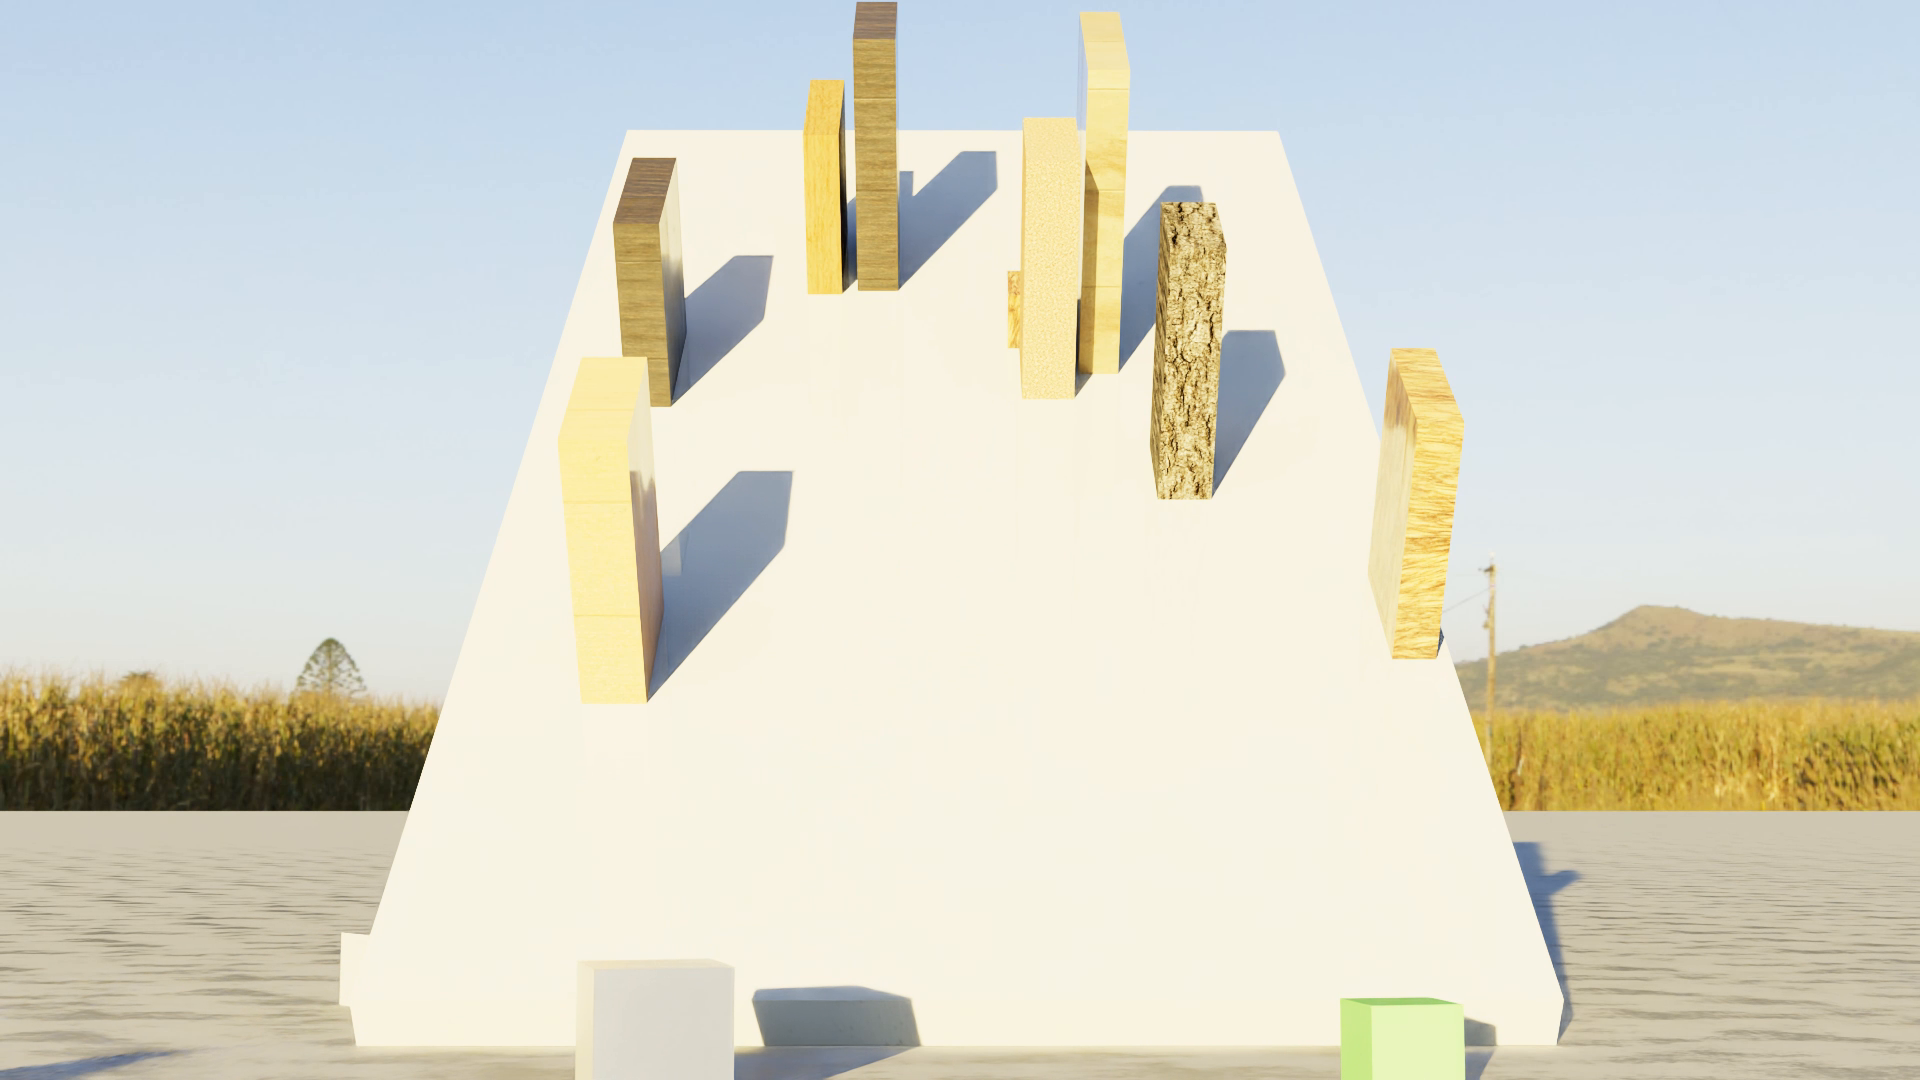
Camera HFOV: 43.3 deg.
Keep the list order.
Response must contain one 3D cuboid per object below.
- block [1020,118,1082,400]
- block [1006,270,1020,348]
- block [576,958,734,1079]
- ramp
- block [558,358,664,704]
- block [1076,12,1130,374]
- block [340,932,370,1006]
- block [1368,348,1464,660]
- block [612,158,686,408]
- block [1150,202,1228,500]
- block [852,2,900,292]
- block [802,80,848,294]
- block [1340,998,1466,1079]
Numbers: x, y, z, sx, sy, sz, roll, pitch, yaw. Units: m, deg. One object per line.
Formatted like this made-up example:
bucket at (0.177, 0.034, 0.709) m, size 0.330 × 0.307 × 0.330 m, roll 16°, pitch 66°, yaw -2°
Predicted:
block at (0.214, -0.677, 5.836) m, size 0.126 × 0.614 × 0.282 m, roll 0°, pitch 30°, yaw 0°
block at (0.194, -0.585, 6.139) m, size 0.148 × 0.148 × 0.148 m, roll 0°, pitch 30°, yaw 0°
block at (-0.413, 0.666, 3.263) m, size 0.186 × 0.186 × 0.186 m, roll 2°, pitch -6°, yaw -16°
ramp at (-0.013, -0.207, 5.738) m, size 2.000 × 0.100 × 4.000 m, roll 0°, pitch 30°, yaw 0°
block at (-0.676, -0.019, 4.732) m, size 0.127 × 0.584 × 0.345 m, roll 0°, pitch 30°, yaw 0°
block at (0.343, -0.856, 5.974) m, size 0.097 × 0.784 × 0.425 m, roll 0°, pitch 30°, yaw 0°
block at (-1.149, 0.863, 4.869) m, size 0.143 × 0.143 × 0.143 m, roll 5°, pitch -8°, yaw -39°
block at (0.915, -0.074, 4.885) m, size 0.089 × 0.535 × 0.331 m, roll 0°, pitch 30°, yaw 0°
block at (-0.750, -0.630, 5.886) m, size 0.108 × 0.475 × 0.417 m, roll 0°, pitch 30°, yaw 0°
block at (0.505, -0.419, 5.399) m, size 0.121 × 0.611 × 0.257 m, roll 0°, pitch 30°, yaw 0°
block at (-0.217, -1.033, 6.368) m, size 0.107 × 0.689 × 0.301 m, roll 0°, pitch 30°, yaw 0°
block at (-0.357, -0.945, 6.460) m, size 0.091 × 0.444 × 0.418 m, roll 0°, pitch 30°, yaw 0°
block at (0.608, 0.701, 3.329) m, size 0.131 × 0.131 × 0.131 m, roll 1°, pitch -6°, yaw -10°
